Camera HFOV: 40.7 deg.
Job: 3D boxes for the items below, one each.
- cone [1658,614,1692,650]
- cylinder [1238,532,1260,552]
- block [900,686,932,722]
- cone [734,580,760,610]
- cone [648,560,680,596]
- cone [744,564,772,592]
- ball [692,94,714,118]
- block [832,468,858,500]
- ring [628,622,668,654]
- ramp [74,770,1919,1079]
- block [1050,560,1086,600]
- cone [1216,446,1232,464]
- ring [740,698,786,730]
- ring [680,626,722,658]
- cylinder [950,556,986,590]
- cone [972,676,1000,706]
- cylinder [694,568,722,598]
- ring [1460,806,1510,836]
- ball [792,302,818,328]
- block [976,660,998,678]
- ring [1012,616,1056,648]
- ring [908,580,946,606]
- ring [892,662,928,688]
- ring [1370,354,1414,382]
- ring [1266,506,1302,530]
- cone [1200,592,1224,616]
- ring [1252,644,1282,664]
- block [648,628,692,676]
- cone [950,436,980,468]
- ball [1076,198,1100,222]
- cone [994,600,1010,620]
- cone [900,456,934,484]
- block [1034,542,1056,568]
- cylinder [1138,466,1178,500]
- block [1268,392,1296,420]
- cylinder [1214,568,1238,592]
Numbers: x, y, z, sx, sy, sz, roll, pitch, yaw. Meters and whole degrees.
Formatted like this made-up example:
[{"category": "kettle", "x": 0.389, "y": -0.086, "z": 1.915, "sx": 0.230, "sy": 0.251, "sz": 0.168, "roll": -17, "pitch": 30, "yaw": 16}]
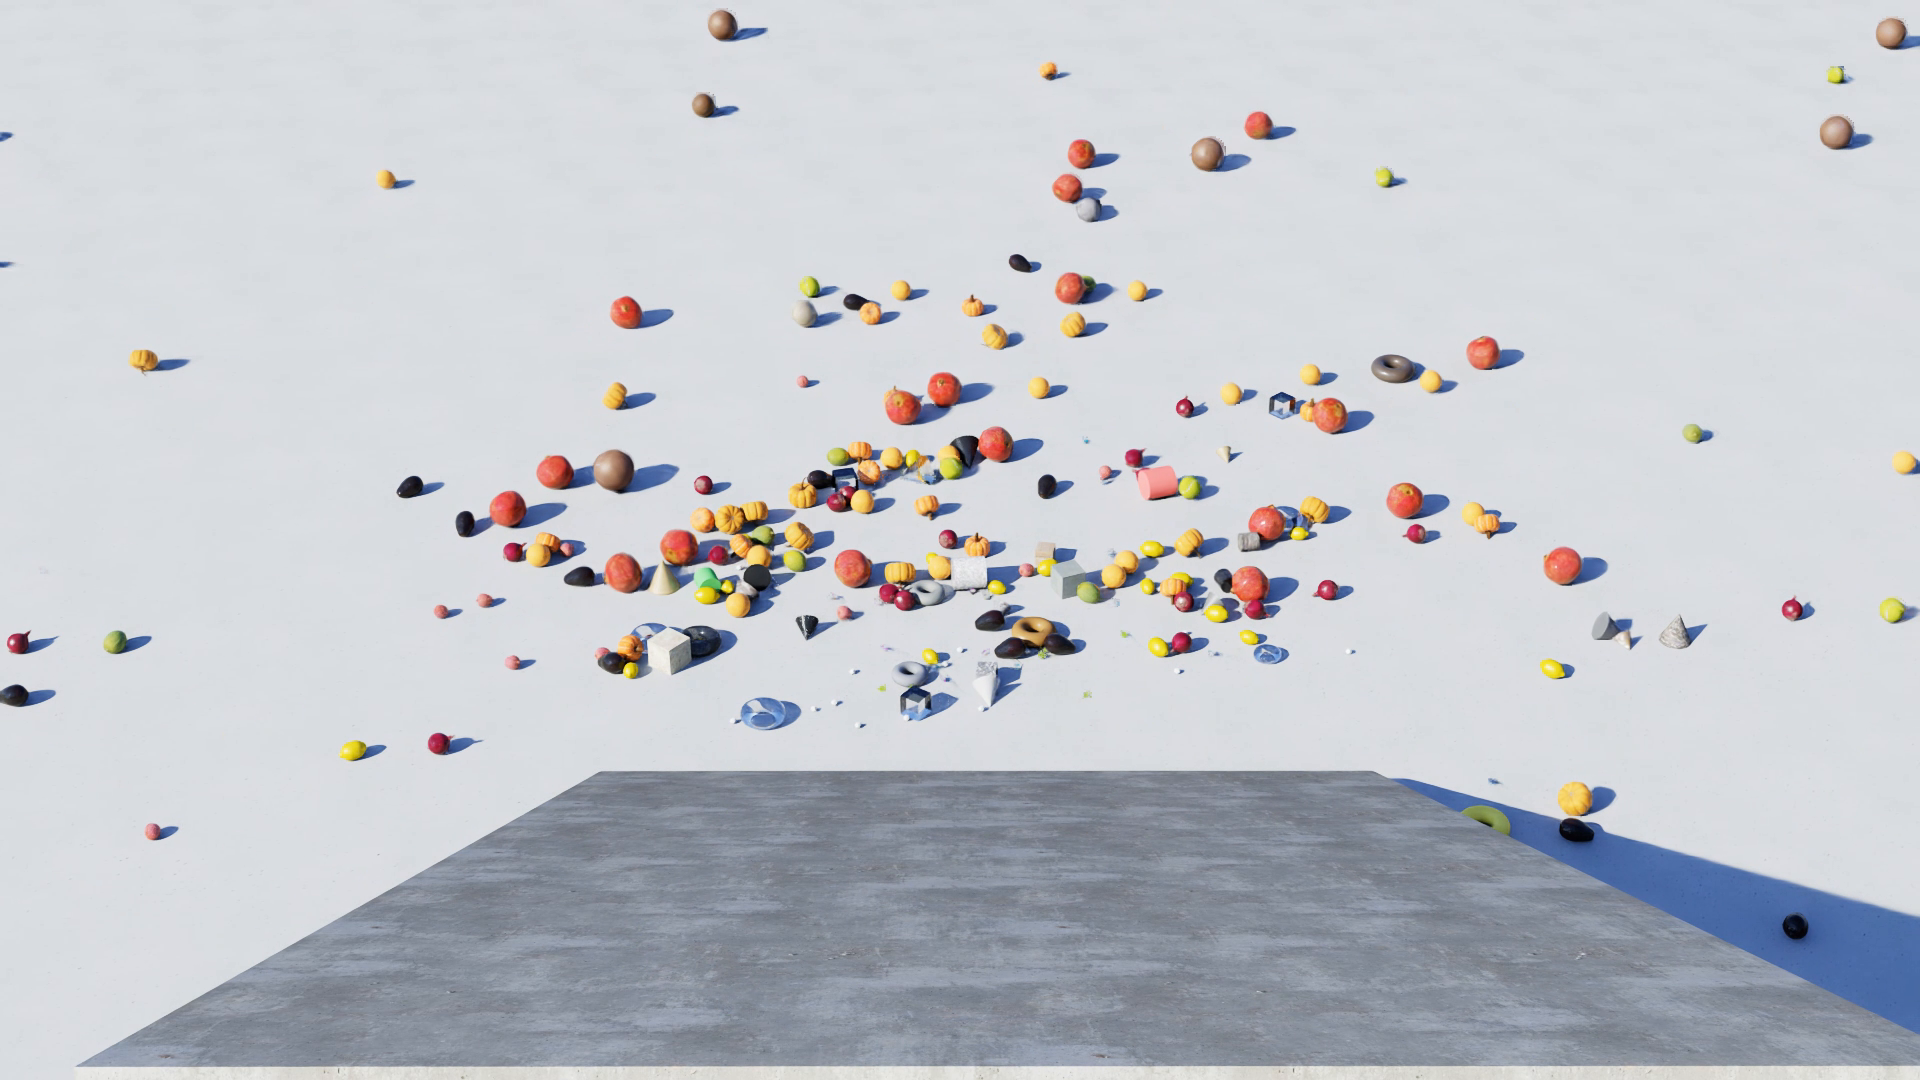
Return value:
[{"category": "cone", "x": 2.035, "y": 0.246, "z": 7.353, "sx": 0.092, "sy": 0.092, "sz": 0.092, "roll": 0, "pitch": 32, "yaw": 0}, {"category": "cylinder", "x": 0.866, "y": 0.005, "z": 7.777, "sx": 0.054, "sy": 0.054, "sz": 0.054, "roll": -6, "pitch": 32, "yaw": -9}, {"category": "block", "x": -0.121, "y": 0.445, "z": 7.061, "sx": 0.061, "sy": 0.061, "sz": 0.061, "roll": 20, "pitch": 37, "yaw": 29}, {"category": "cone", "x": -0.637, "y": 0.173, "z": 7.524, "sx": 0.079, "sy": 0.079, "sz": 0.079, "roll": 21, "pitch": 64, "yaw": 30}, {"category": "cone", "x": -0.869, "y": 0.096, "z": 7.590, "sx": 0.096, "sy": 0.096, "sz": 0.096, "roll": 0, "pitch": 32, "yaw": 0}, {"category": "cone", "x": -0.597, "y": 0.107, "z": 7.629, "sx": 0.082, "sy": 0.082, "sz": 0.082, "roll": -3, "pitch": 5, "yaw": -4}, {"category": "ball", "x": -1.052, "y": -1.781, "z": 10.615, "sx": 0.096, "sy": 0.096, "sz": 0.096, "roll": 0, "pitch": 32, "yaw": 0}, {"category": "block", "x": -0.357, "y": -0.176, "z": 8.055, "sx": 0.068, "sy": 0.068, "sz": 0.068, "roll": -8, "pitch": 33, "yaw": -13}, {"category": "ring", "x": -0.877, "y": 0.278, "z": 7.350, "sx": 0.124, "sy": 0.041, "sz": 0.124, "roll": -1, "pitch": 33, "yaw": 1}, {"category": "ramp", "x": 0.071, "y": 0.624, "z": 4.713, "sx": 2.000, "sy": 0.100, "sz": 4.000, "roll": 0, "pitch": -1, "yaw": 0}, {"category": "block", "x": 0.316, "y": 0.116, "z": 7.578, "sx": 0.076, "sy": 0.076, "sz": 0.076, "roll": -14, "pitch": 34, "yaw": -21}, {"category": "cone", "x": 0.845, "y": -0.263, "z": 8.237, "sx": 0.052, "sy": 0.052, "sz": 0.052, "roll": -8, "pitch": 59, "yaw": -12}, {"category": "ring", "x": -0.535, "y": 0.471, "z": 7.038, "sx": 0.126, "sy": 0.042, "sz": 0.126, "roll": 0, "pitch": 30, "yaw": 0}, {"category": "ring", "x": -0.741, "y": 0.287, "z": 7.334, "sx": 0.131, "sy": 0.044, "sz": 0.131, "roll": -1, "pitch": 32, "yaw": 1}, {"category": "cylinder", "x": 0.026, "y": 0.096, "z": 7.592, "sx": 0.094, "sy": 0.094, "sz": 0.094, "roll": -4, "pitch": 32, "yaw": -7}, {"category": "cone", "x": 0.077, "y": 0.426, "z": 7.117, "sx": 0.078, "sy": 0.078, "sz": 0.078, "roll": -5, "pitch": 59, "yaw": -8}, {"category": "cylinder", "x": -0.738, "y": 0.123, "z": 7.575, "sx": 0.065, "sy": 0.065, "sz": 0.065, "roll": -11, "pitch": 33, "yaw": -17}, {"category": "ring", "x": 1.336, "y": 0.730, "z": 6.618, "sx": 0.138, "sy": 0.046, "sz": 0.138, "roll": 0, "pitch": 33, "yaw": 0}, {"category": "ball", "x": -0.542, "y": -0.786, "z": 9.017, "sx": 0.090, "sy": 0.090, "sz": 0.090, "roll": 0, "pitch": 32, "yaw": 0}, {"category": "block", "x": 0.074, "y": 0.375, "z": 7.181, "sx": 0.054, "sy": 0.054, "sz": 0.054, "roll": 4, "pitch": 32, "yaw": 6}, {"category": "ring", "x": 0.211, "y": 0.262, "z": 7.373, "sx": 0.130, "sy": 0.043, "sz": 0.130, "roll": 1, "pitch": 30, "yaw": -1}, {"category": "ring", "x": -0.097, "y": 0.153, "z": 7.555, "sx": 0.109, "sy": 0.036, "sz": 0.109, "roll": 1, "pitch": 31, "yaw": 0}, {"category": "ring", "x": -0.140, "y": 0.373, "z": 7.203, "sx": 0.103, "sy": 0.034, "sz": 0.103, "roll": 1, "pitch": 31, "yaw": 0}, {"category": "ring", "x": 1.457, "y": -0.577, "z": 8.720, "sx": 0.148, "sy": 0.049, "sz": 0.148, "roll": 0, "pitch": 33, "yaw": 0}, {"category": "ring", "x": 0.991, "y": -0.066, "z": 7.908, "sx": 0.111, "sy": 0.037, "sz": 0.111, "roll": 0, "pitch": 33, "yaw": 0}, {"category": "cone", "x": 0.719, "y": 0.197, "z": 7.491, "sx": 0.067, "sy": 0.067, "sz": 0.067, "roll": -41, "pitch": 44, "yaw": -11}, {"category": "ring", "x": 0.865, "y": 0.321, "z": 7.294, "sx": 0.080, "sy": 0.027, "sz": 0.080, "roll": -1, "pitch": 31, "yaw": 1}, {"category": "block", "x": -0.813, "y": 0.312, "z": 7.254, "sx": 0.084, "sy": 0.084, "sz": 0.084, "roll": 23, "pitch": 39, "yaw": 32}, {"category": "cone", "x": 0.023, "y": -0.264, "z": 8.219, "sx": 0.098, "sy": 0.098, "sz": 0.098, "roll": -6, "pitch": 59, "yaw": -10}, {"category": "ball", "x": 0.482, "y": -1.244, "z": 9.756, "sx": 0.088, "sy": 0.088, "sz": 0.088, "roll": 0, "pitch": 32, "yaw": 0}, {"category": "cone", "x": 0.112, "y": 0.210, "z": 7.475, "sx": 0.055, "sy": 0.055, "sz": 0.055, "roll": 14, "pitch": 61, "yaw": 22}, {"category": "cone", "x": -0.149, "y": -0.207, "z": 8.129, "sx": 0.097, "sy": 0.097, "sz": 0.097, "roll": -17, "pitch": 24, "yaw": 26}, {"category": "block", "x": 0.254, "y": 0.043, "z": 7.717, "sx": 0.053, "sy": 0.053, "sz": 0.053, "roll": 6, "pitch": 32, "yaw": 9}, {"category": "cylinder", "x": 0.613, "y": -0.178, "z": 8.036, "sx": 0.093, "sy": 0.093, "sz": 0.093, "roll": -11, "pitch": 33, "yaw": -17}, {"category": "block", "x": 1.055, "y": -0.440, "z": 8.488, "sx": 0.060, "sy": 0.060, "sz": 0.060, "roll": -26, "pitch": 40, "yaw": -35}, {"category": "cylinder", "x": 0.779, "y": 0.119, "z": 7.593, "sx": 0.053, "sy": 0.053, "sz": 0.053, "roll": -11, "pitch": 31, "yaw": -17}]
